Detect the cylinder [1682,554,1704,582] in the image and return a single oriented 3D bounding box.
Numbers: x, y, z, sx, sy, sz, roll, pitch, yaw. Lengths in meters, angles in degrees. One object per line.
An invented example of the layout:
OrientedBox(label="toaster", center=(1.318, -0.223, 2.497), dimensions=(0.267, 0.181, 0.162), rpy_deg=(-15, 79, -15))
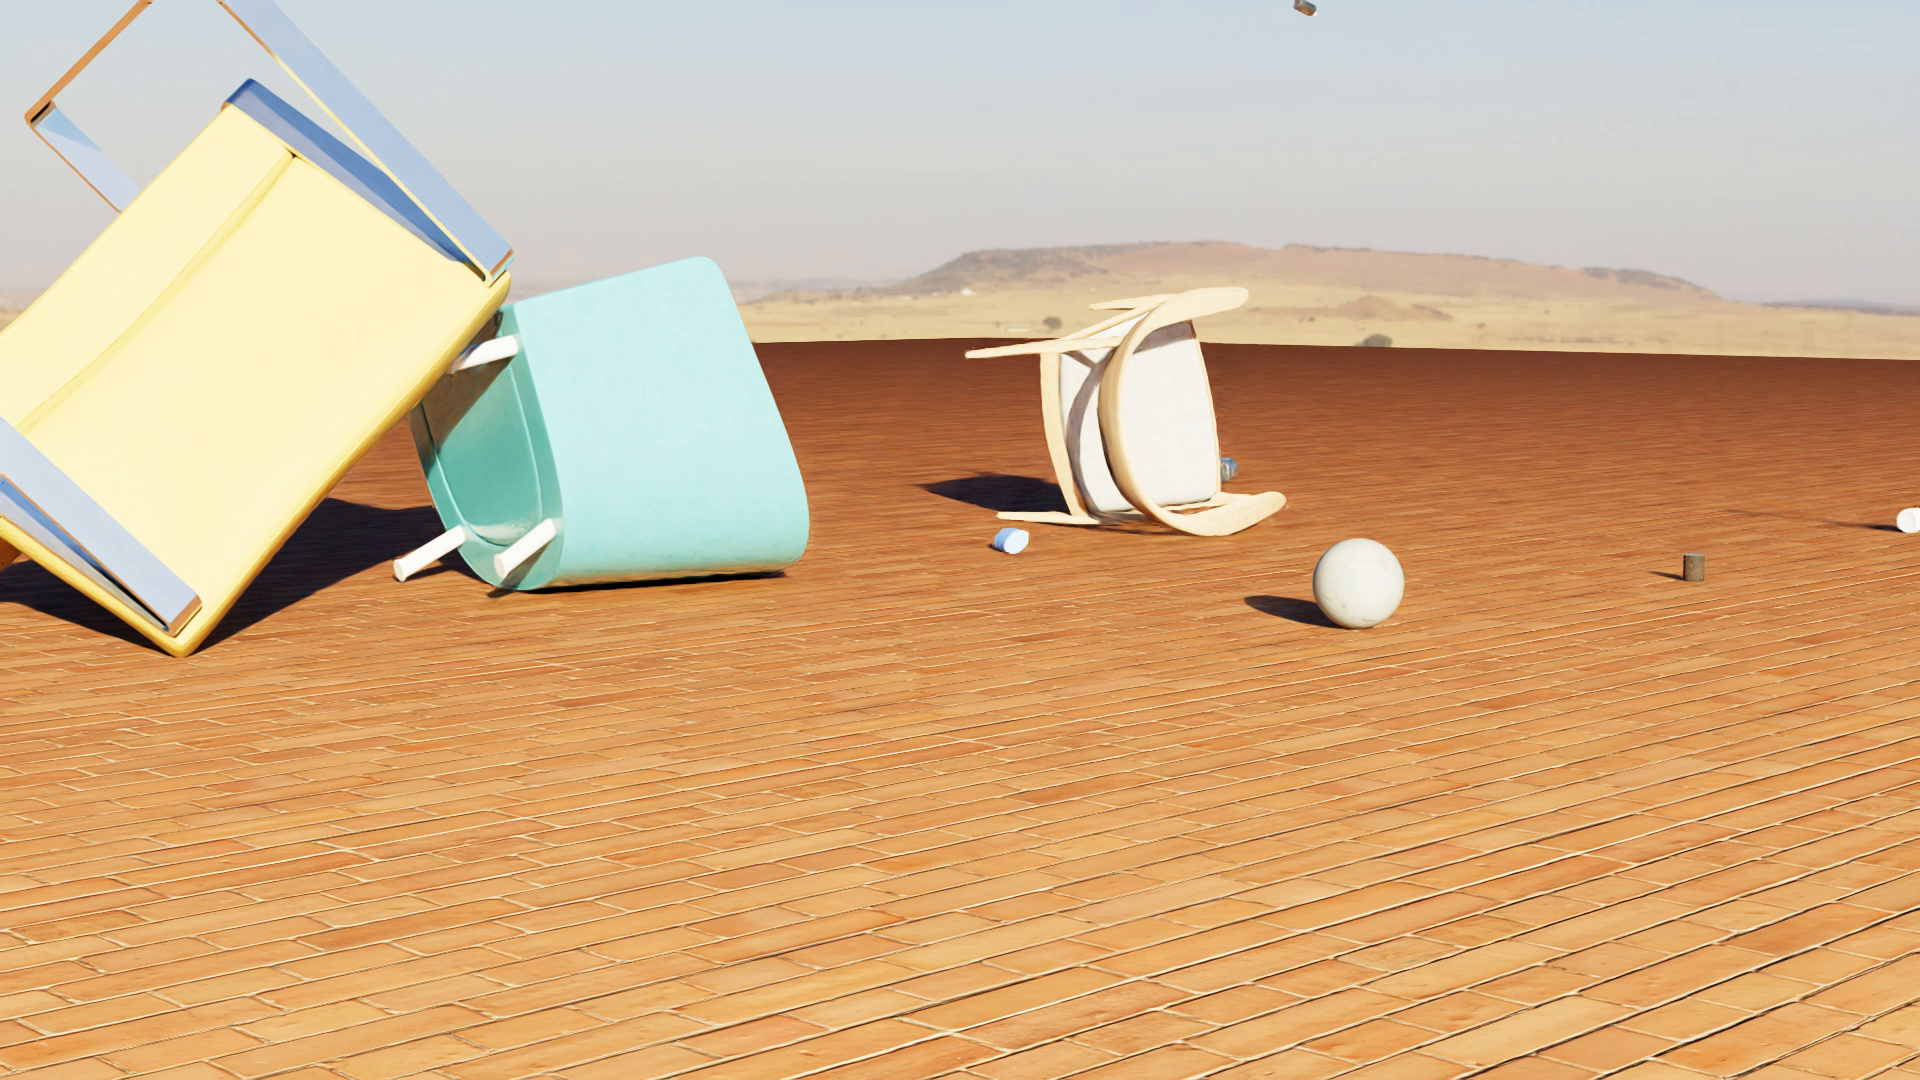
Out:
OrientedBox(label="cylinder", center=(1.588, 0.060, 5.553), dimensions=(0.045, 0.056, 0.040), rpy_deg=(2, 6, 16))

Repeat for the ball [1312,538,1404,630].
OrientedBox(label="ball", center=(0.744, 0.081, 4.792), dimensions=(0.170, 0.170, 0.170), rpy_deg=(0, 6, 0))
